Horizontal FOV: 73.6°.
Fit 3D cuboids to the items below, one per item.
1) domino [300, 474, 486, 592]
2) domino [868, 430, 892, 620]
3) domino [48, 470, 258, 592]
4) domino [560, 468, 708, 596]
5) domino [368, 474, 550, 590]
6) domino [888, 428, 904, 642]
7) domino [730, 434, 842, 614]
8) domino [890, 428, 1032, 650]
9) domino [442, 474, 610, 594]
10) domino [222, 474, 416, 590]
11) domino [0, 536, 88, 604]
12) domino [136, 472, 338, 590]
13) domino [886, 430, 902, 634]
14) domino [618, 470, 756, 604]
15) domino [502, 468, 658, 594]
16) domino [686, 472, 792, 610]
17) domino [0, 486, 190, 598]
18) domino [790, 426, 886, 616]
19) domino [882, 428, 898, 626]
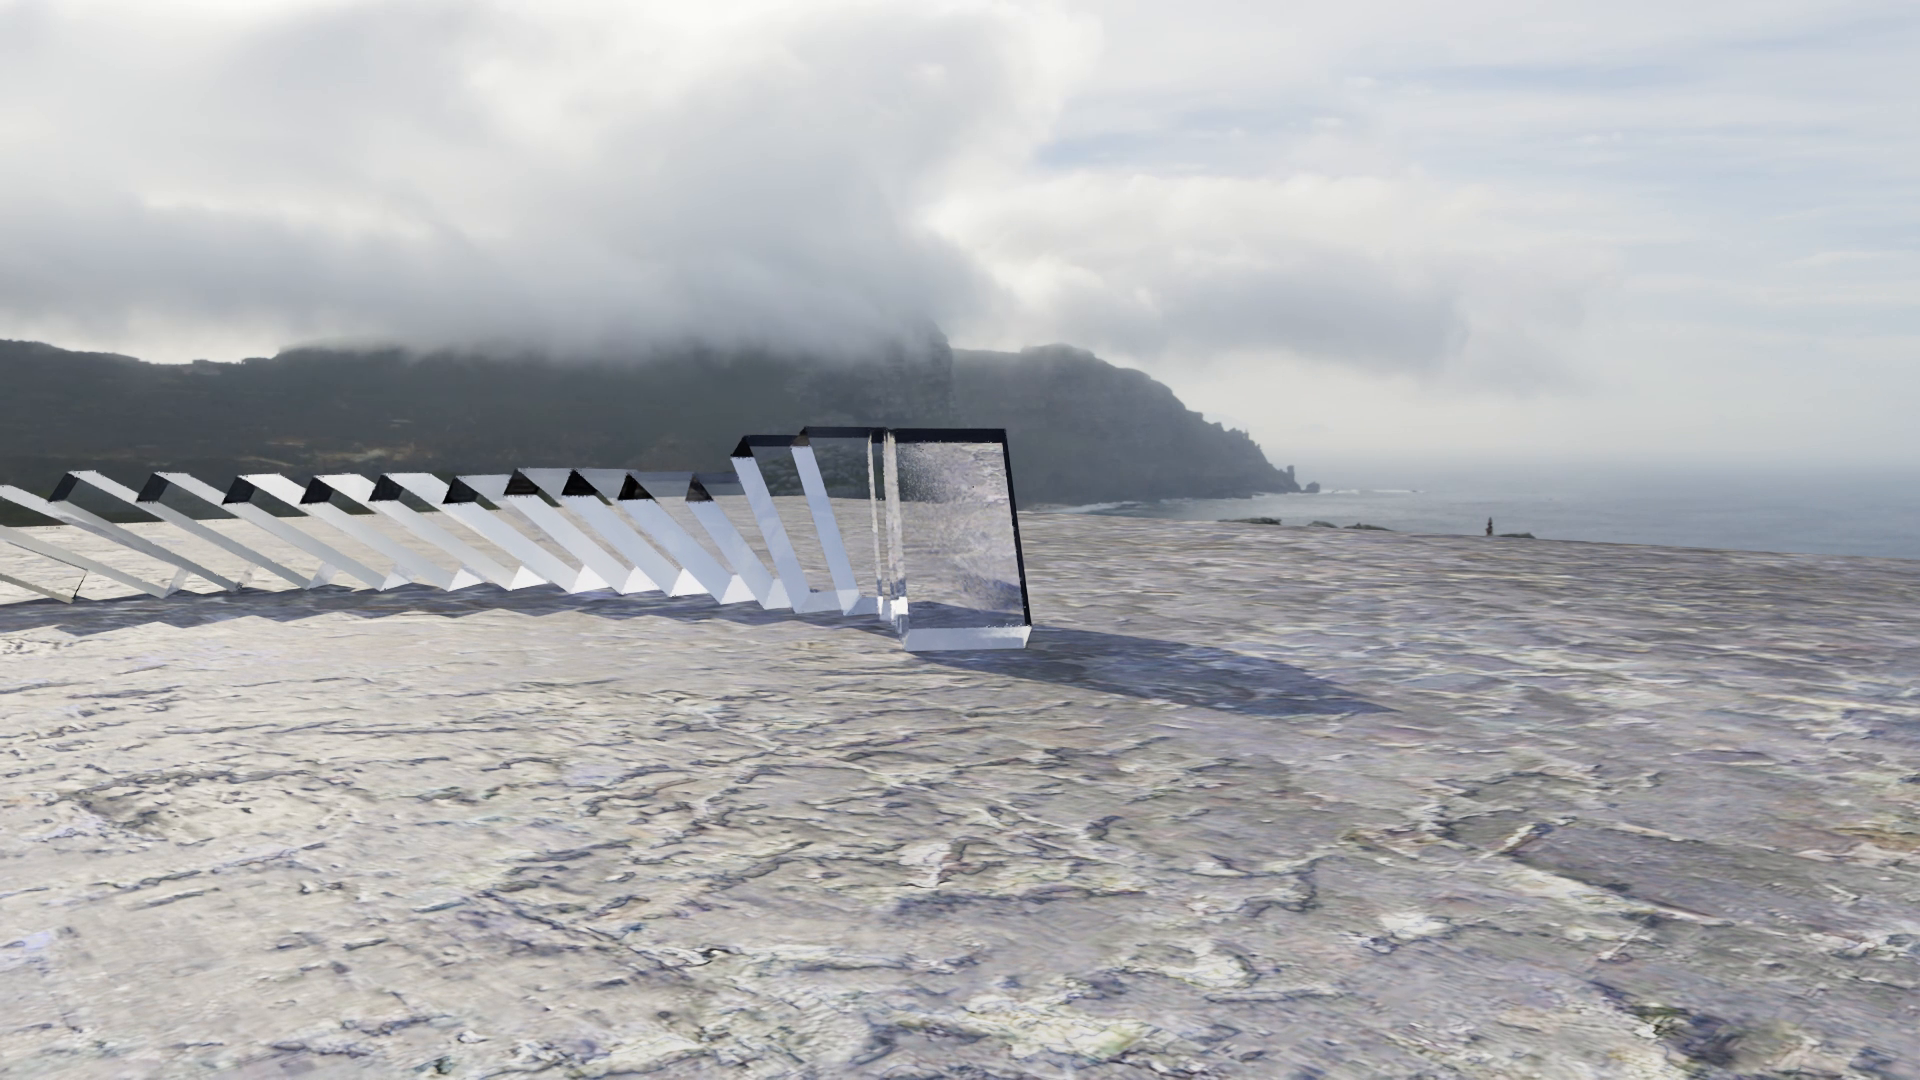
[{"bbox_3d":[-0.167,-0.003,0.383,0.050,0.010,0.025,30,5,0],"label":"domino"},{"bbox_3d":[-0.009,-0.005,0.321,0.025,0.050,0.010,-1,-32,-9],"label":"domino"},{"bbox_3d":[-0.227,-0.003,0.364,0.050,0.010,0.025,32,-8,-20],"label":"domino"},{"bbox_3d":[-0.089,-0.003,0.371,0.050,0.009,0.025,38,20,24],"label":"domino"},{"bbox_3d":[-0.147,-0.003,0.383,0.050,0.009,0.025,31,7,5],"label":"domino"},{"bbox_3d":[-0.002,-0.002,0.287,0.025,0.050,0.010,-1,-32,-9],"label":"domino"},{"bbox_3d":[-0.039,-0.005,0.337,0.025,0.050,0.010,-4,-33,-39],"label":"domino"},{"bbox_3d":[-0.001,-0.001,0.275,0.025,0.050,0.010,-1,-32,-9],"label":"domino"},{"bbox_3d":[-0.125,-0.003,0.381,0.050,0.010,0.025,32,13,13],"label":"domino"},{"bbox_3d":[-0.187,-0.003,0.380,0.050,0.010,0.025,30,1,-5],"label":"domino"},{"bbox_3d":[-0.260,0.002,0.339,0.050,0.010,0.025,28,-12,-31],"label":"domino"},{"bbox_3d":[-0.208,-0.003,0.374,0.050,0.010,0.025,31,-5,-12],"label":"domino"},{"bbox_3d":[-0.003,-0.003,0.298,0.025,0.050,0.010,0,-32,-8],"label":"domino"},{"bbox_3d":[-0.071,-0.002,0.361,0.050,0.009,0.025,40,26,28],"label":"domino"},{"bbox_3d":[-0.107,-0.003,0.377,0.050,0.010,0.025,36,16,18],"label":"domino"},{"bbox_3d":[-0.053,-0.001,0.350,0.025,0.010,0.050,-3,37,-39],"label":"domino"},{"bbox_3d":[-0.243,0.000,0.356,0.050,0.010,0.025,27,-6,-21],"label":"domino"},{"bbox_3d":[-0.024,-0.006,0.331,0.025,0.050,0.010,-3,-28,-35],"label":"domino"},{"bbox_3d":[-0.005,-0.004,0.310,0.025,0.050,0.010,0,-32,-8],"label":"domino"}]
